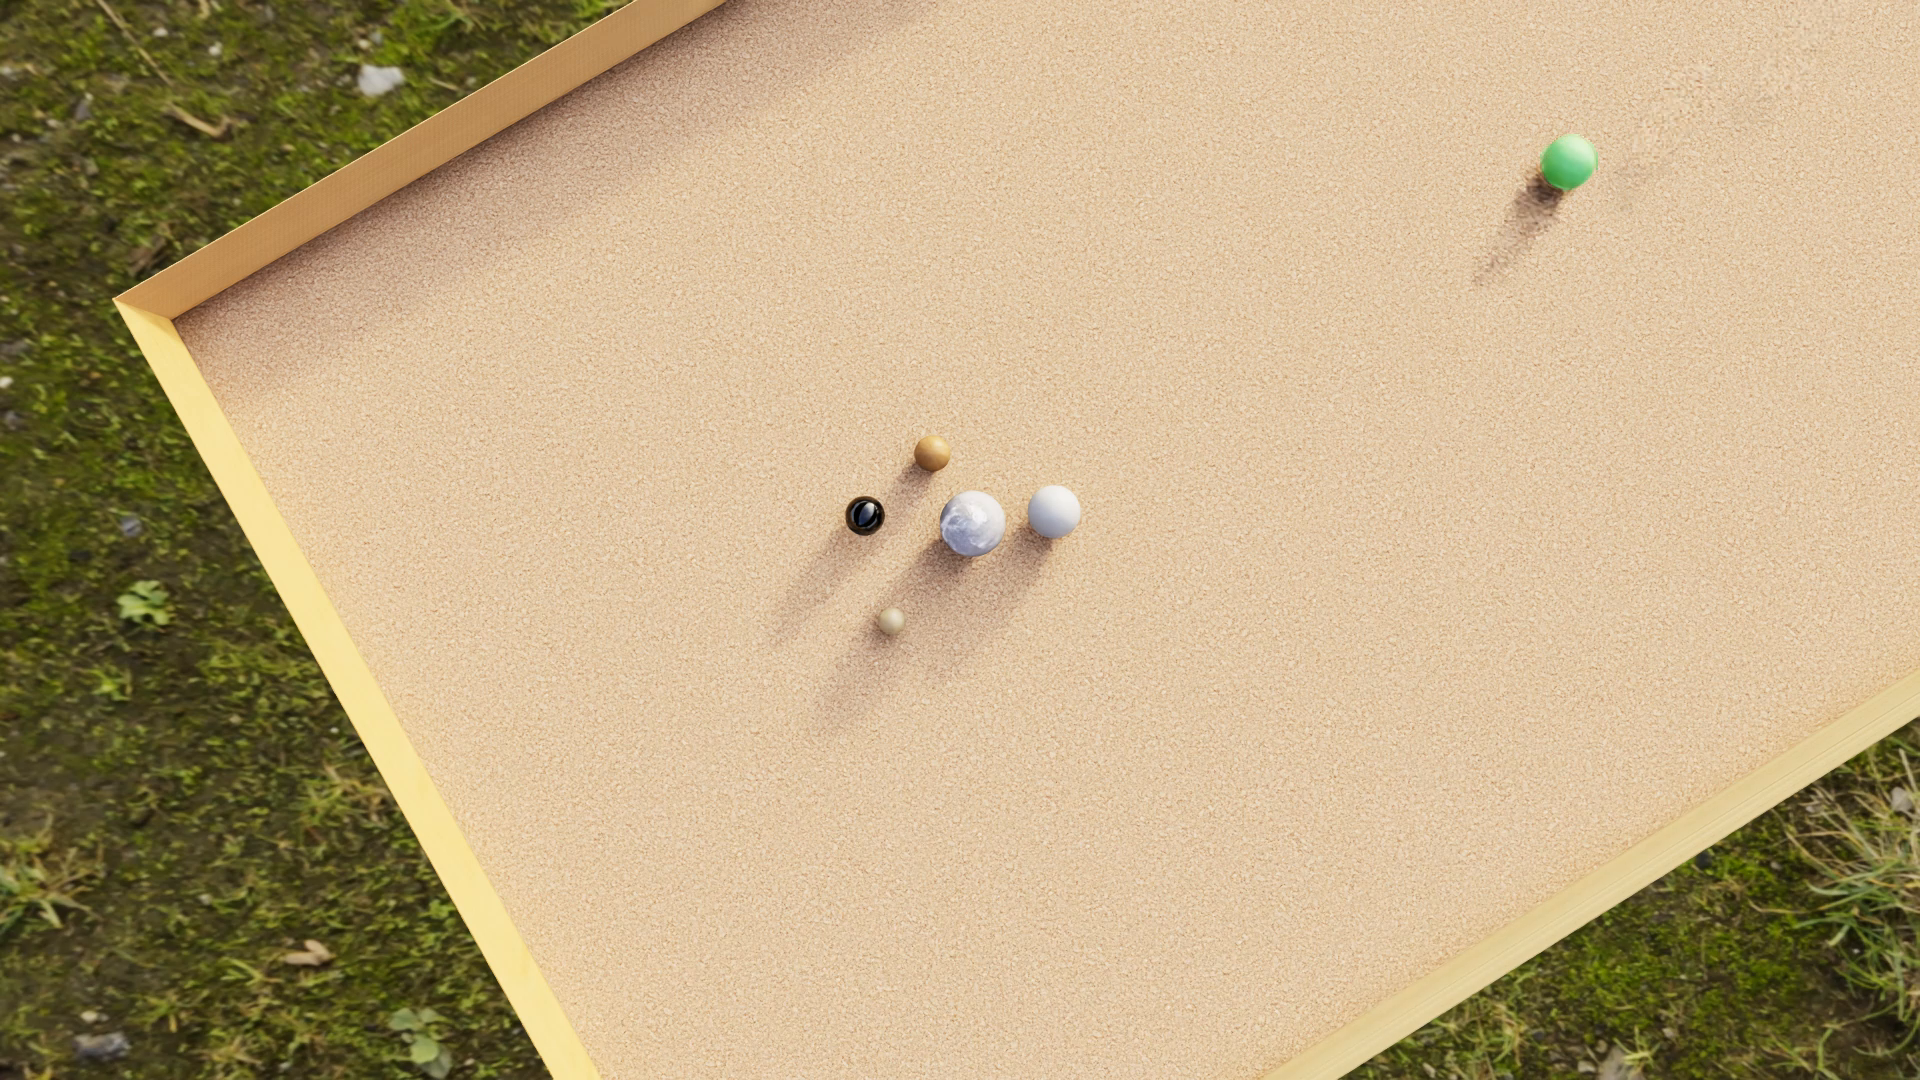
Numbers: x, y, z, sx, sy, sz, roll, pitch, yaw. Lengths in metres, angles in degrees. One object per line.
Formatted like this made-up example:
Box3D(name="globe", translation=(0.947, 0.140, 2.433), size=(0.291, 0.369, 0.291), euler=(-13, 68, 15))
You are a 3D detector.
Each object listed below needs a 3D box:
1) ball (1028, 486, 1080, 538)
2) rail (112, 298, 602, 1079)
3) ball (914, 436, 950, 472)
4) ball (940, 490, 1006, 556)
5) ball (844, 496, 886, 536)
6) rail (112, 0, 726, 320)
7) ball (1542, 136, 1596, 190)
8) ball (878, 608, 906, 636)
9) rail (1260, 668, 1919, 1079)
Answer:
Box3D(name="ball", translation=(0.139, -0.042, 3.262), size=(0.079, 0.079, 0.079), euler=(0, 83, 0))
Box3D(name="rail", translation=(-0.738, 0.437, 3.174), size=(0.045, 0.128, 1.867), euler=(-31, 84, -4))
Box3D(name="ball", translation=(-0.041, -0.129, 3.286), size=(0.054, 0.054, 0.054), euler=(0, 83, 0))
Box3D(name="ball", translation=(0.019, -0.024, 3.250), size=(0.099, 0.099, 0.099), euler=(0, 83, 0))
Box3D(name="ball", translation=(-0.141, -0.036, 3.271), size=(0.060, 0.060, 0.060), euler=(0, 83, 0))
Box3D(name="rail", translation=(0.288, -1.229, 3.392), size=(3.540, 0.128, 0.045), euler=(-31, 84, -4))
Box3D(name="ball", translation=(0.922, -0.572, 3.331), size=(0.080, 0.080, 0.080), euler=(0, 83, 0))
Box3D(name="ball", translation=(-0.101, 0.120, 3.260), size=(0.041, 0.041, 0.041), euler=(0, 83, 0))
Box3D(name="rail", translation=(1.227, 0.315, 3.190), size=(3.540, 0.128, 0.045), euler=(-31, 84, -4))
